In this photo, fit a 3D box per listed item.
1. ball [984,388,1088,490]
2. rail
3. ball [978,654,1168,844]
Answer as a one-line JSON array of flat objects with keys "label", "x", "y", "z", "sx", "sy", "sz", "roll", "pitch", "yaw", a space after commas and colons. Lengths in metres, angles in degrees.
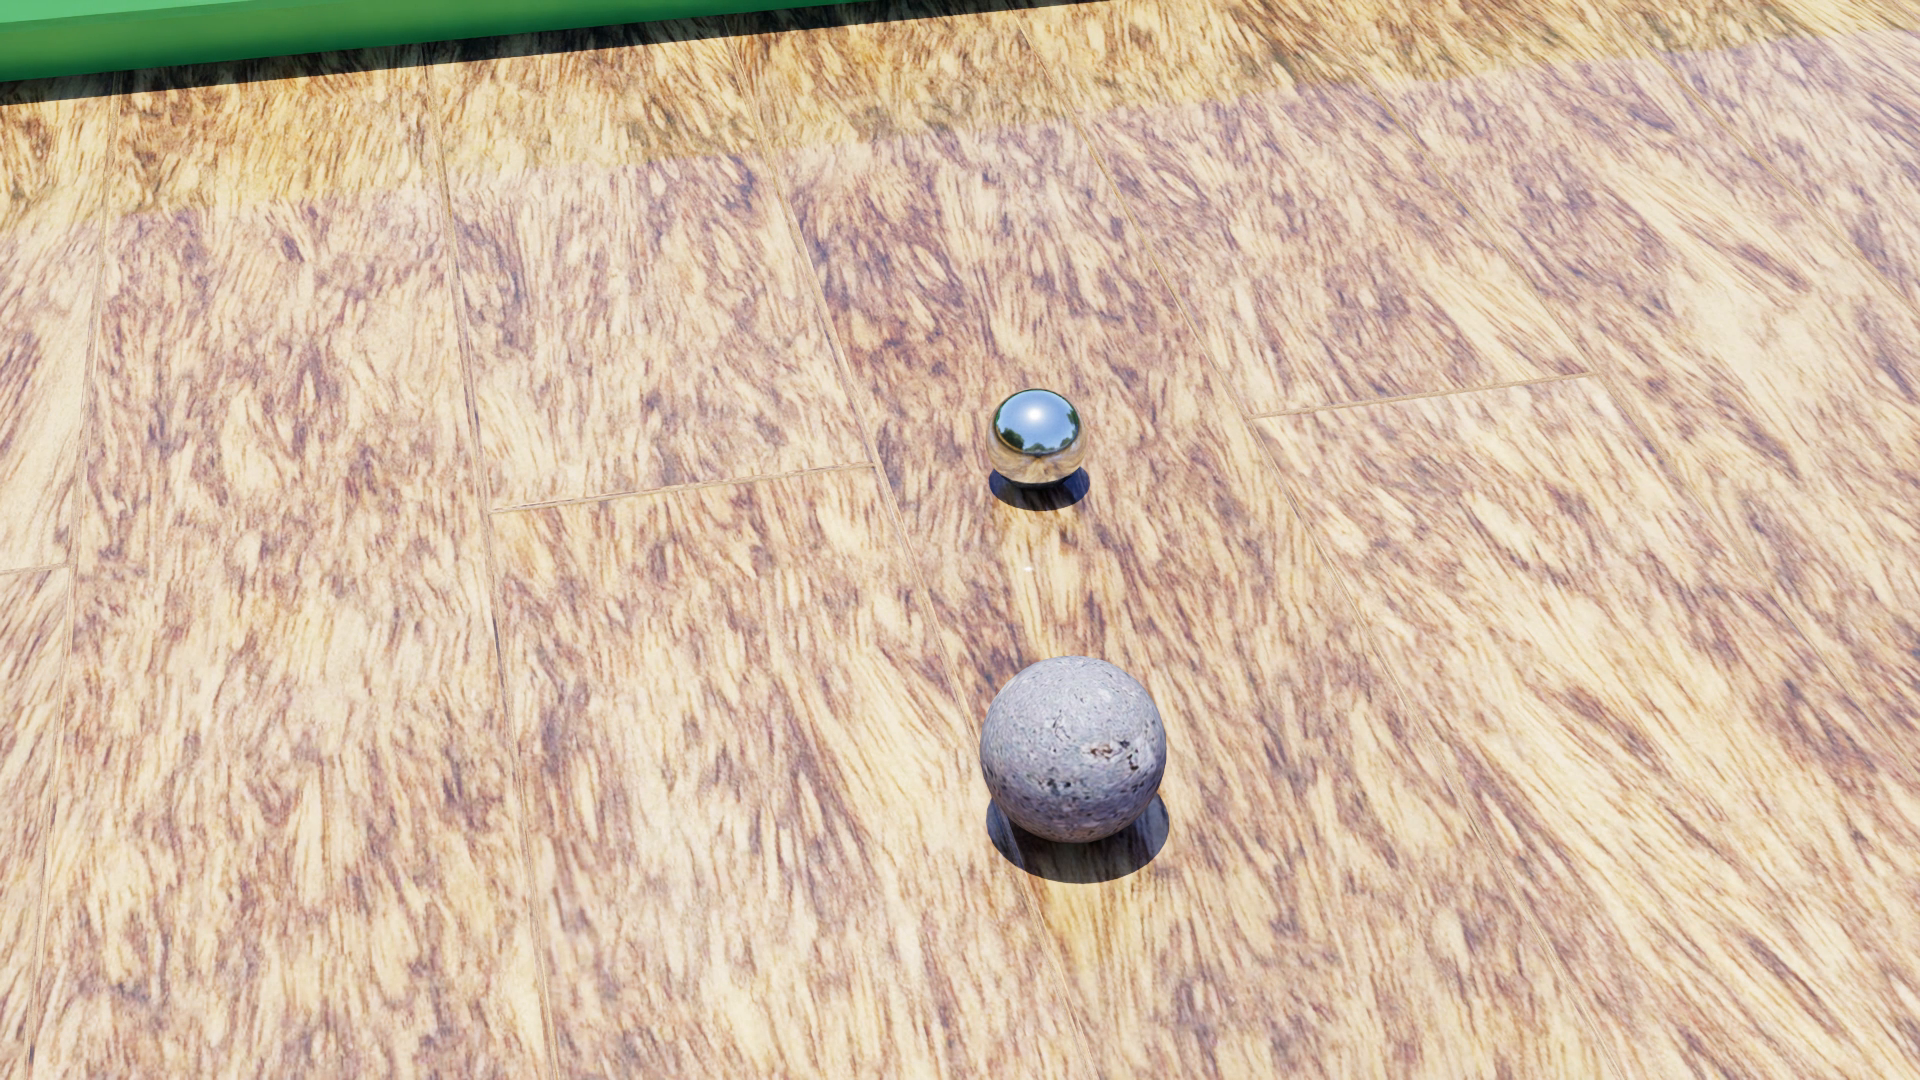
[{"label": "ball", "x": 0.048, "y": -0.064, "z": 1.620, "sx": 0.065, "sy": 0.065, "sz": 0.065, "roll": 0, "pitch": 36, "yaw": 0}, {"label": "rail", "x": 0.626, "y": -0.601, "z": 2.300, "sx": 3.304, "sy": 0.129, "sz": 0.045, "roll": -8, "pitch": 37, "yaw": -10}, {"label": "ball", "x": 0.060, "y": 0.110, "z": 1.352, "sx": 0.099, "sy": 0.099, "sz": 0.099, "roll": 0, "pitch": 36, "yaw": 0}]
